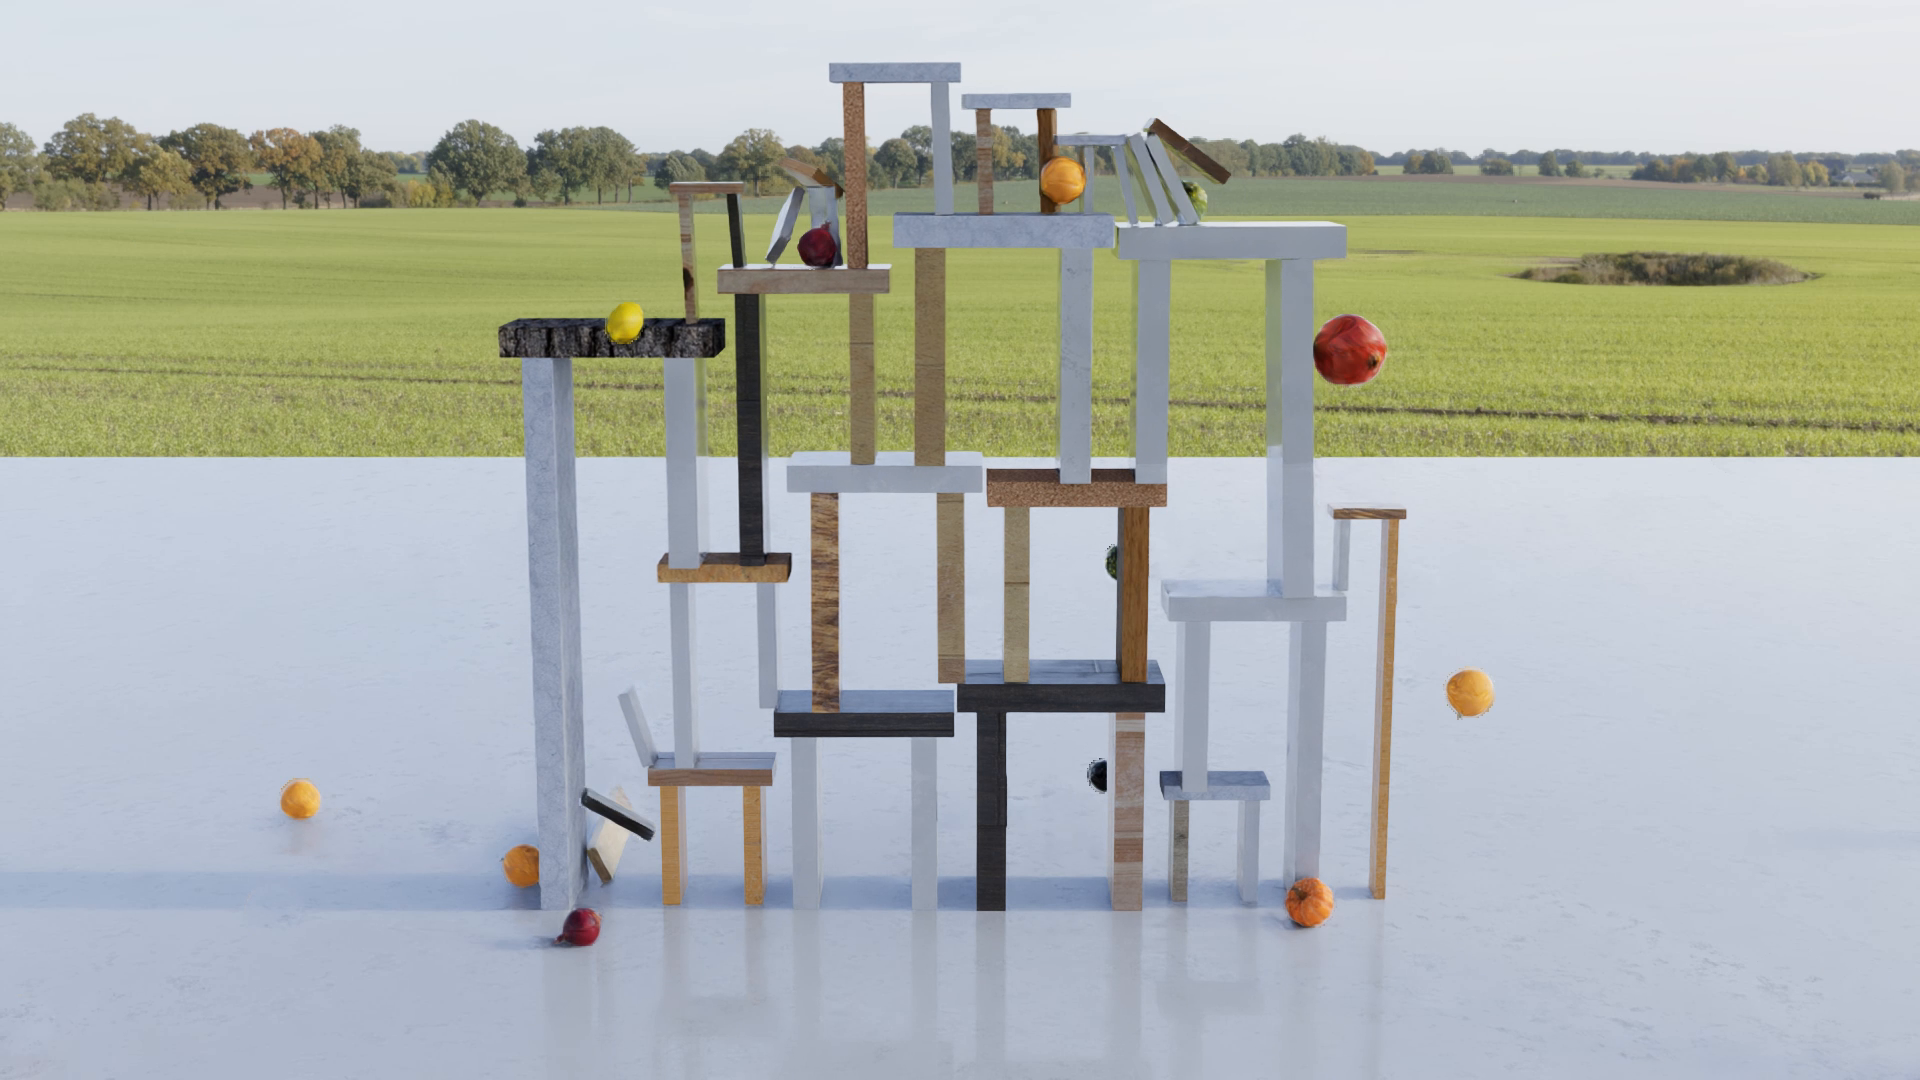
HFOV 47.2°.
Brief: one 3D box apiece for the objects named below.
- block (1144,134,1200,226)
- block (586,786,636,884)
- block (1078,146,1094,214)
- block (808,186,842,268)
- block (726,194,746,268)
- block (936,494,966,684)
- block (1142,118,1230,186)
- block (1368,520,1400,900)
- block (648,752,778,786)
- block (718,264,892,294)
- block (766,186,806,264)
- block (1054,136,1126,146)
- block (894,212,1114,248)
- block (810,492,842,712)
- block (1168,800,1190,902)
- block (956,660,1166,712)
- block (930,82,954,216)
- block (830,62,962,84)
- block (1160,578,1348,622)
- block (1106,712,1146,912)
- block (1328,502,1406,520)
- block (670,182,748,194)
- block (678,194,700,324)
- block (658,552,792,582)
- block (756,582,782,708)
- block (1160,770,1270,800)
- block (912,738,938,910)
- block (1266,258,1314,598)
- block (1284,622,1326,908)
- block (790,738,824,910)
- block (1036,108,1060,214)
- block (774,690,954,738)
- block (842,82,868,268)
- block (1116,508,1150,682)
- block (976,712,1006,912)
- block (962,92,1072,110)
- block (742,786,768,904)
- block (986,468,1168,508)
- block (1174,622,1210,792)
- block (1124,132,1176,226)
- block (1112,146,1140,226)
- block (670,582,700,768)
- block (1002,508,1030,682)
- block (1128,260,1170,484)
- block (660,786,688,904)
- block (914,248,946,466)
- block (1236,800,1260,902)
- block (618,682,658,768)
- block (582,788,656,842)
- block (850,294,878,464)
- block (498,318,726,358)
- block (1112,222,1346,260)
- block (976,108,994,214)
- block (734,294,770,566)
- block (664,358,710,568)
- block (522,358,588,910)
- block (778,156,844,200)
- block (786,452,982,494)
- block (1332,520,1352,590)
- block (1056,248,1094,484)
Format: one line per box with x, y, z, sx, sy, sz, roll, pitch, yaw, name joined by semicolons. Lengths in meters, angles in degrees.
0.327;-0.566;3.453;0.021;0.148;0.074;-29;12;0;block
-0.615;0.516;3.887;0.018;0.064;0.359;-26;10;3;block
0.199;-0.567;3.461;0.015;0.107;0.054;-2;11;-6;block
-0.213;-0.495;3.470;0.018;0.124;0.062;-13;15;-28;block
-0.352;-0.489;3.467;0.016;0.114;0.057;-4;10;1;block
-0.014;0.064;3.569;0.044;0.309;0.154;0;11;0;block
0.355;-0.610;3.454;0.148;0.021;0.074;35;5;-9;block
0.696;0.276;3.612;0.017;0.639;0.059;0;11;0;block
-0.407;0.377;3.626;0.203;0.029;0.101;0;11;0;block
-0.243;-0.415;3.486;0.268;0.038;0.134;0;11;0;block
-0.281;-0.508;3.542;0.018;0.062;0.124;25;48;-15;block
0.203;-0.626;3.444;0.107;0.015;0.054;-1;10;-5;block
0.067;-0.489;3.466;0.340;0.048;0.170;0;11;0;block
-0.216;0.088;3.575;0.044;0.358;0.154;0;11;-1;block
0.363;0.504;3.658;0.025;0.174;0.087;0;10;0;block
0.162;0.238;3.604;0.334;0.047;0.167;0;11;0;block
-0.028;-0.614;3.449;0.029;0.203;0.101;-2;11;0;block
-0.099;-0.728;3.427;0.202;0.029;0.101;0;11;0;block
0.475;0.097;3.575;0.283;0.040;0.142;0;11;0;block
0.274;0.426;3.639;0.047;0.334;0.167;0;11;0;block
0.657;-0.047;3.552;0.117;0.017;0.058;0;11;0;block
-0.395;-0.554;3.457;0.114;0.016;0.057;0;10;1;block
-0.428;-0.446;3.478;0.016;0.203;0.057;-3;10;-1;block
-0.380;0.044;3.569;0.208;0.029;0.104;0;11;0;block
-0.311;0.161;3.591;0.029;0.208;0.104;0;10;0;block
0.421;0.406;3.639;0.174;0.025;0.087;0;10;0;block
-0.058;0.448;3.640;0.041;0.291;0.145;0;11;0;block
0.529;-0.187;3.526;0.050;0.534;0.175;-2;11;0;block
0.568;0.353;3.624;0.040;0.482;0.142;0;11;1;block
-0.252;0.448;3.640;0.041;0.291;0.145;0;11;0;block
0.141;-0.604;3.503;0.023;0.162;0.081;-1;9;9;block
-0.155;0.284;3.610;0.291;0.041;0.145;0;11;0;block
-0.164;-0.574;3.457;0.029;0.285;0.101;-1;11;0;block
0.280;0.075;3.576;0.040;0.284;0.142;0;11;0;block
0.051;0.426;3.639;0.047;0.334;0.167;0;11;0;block
0.087;-0.687;3.441;0.162;0.023;0.081;-2;11;-7;block
-0.339;0.491;3.648;0.029;0.202;0.101;0;11;0;block
0.186;-0.085;3.546;0.284;0.040;0.142;0;11;0;block
0.380;0.256;3.604;0.040;0.283;0.142;0;10;0;block
0.295;-0.569;3.457;0.021;0.148;0.074;-23;12;-1;block
0.260;-0.559;3.461;0.015;0.124;0.054;-13;10;3;block
-0.450;0.211;3.599;0.029;0.309;0.104;0;11;0;block
0.090;0.075;3.575;0.040;0.284;0.142;0;11;0;block
0.302;-0.277;3.510;0.050;0.350;0.175;0;11;1;block
-0.474;0.491;3.648;0.029;0.202;0.101;0;11;0;block
-0.047;-0.298;3.502;0.048;0.340;0.170;0;11;0;block
0.479;0.504;3.658;0.025;0.174;0.087;0;11;0;block
-0.529;0.304;3.612;0.018;0.128;0.064;-17;10;3;block
-0.570;0.457;3.667;0.128;0.018;0.064;31;0;-12;block
-0.154;-0.264;3.514;0.038;0.268;0.134;0;11;0;block
-0.550;-0.322;3.500;0.335;0.047;0.167;0;11;0;block
0.420;-0.474;3.473;0.350;0.050;0.175;0;11;0;block
0.038;-0.594;3.453;0.023;0.162;0.081;-2;11;0;block
-0.332;-0.183;3.529;0.038;0.433;0.134;0;11;0;block
-0.438;-0.135;3.535;0.047;0.335;0.167;0;11;0;block
-0.658;0.145;3.587;0.047;0.904;0.167;0;11;1;block
-0.238;-0.582;3.527;0.062;0.018;0.124;36;-2;-35;block
-0.118;-0.110;3.537;0.309;0.044;0.154;0;11;0;block
0.618;0.019;3.565;0.017;0.117;0.058;0;11;0;block
0.181;-0.285;3.504;0.048;0.368;0.170;0;11;0;block
